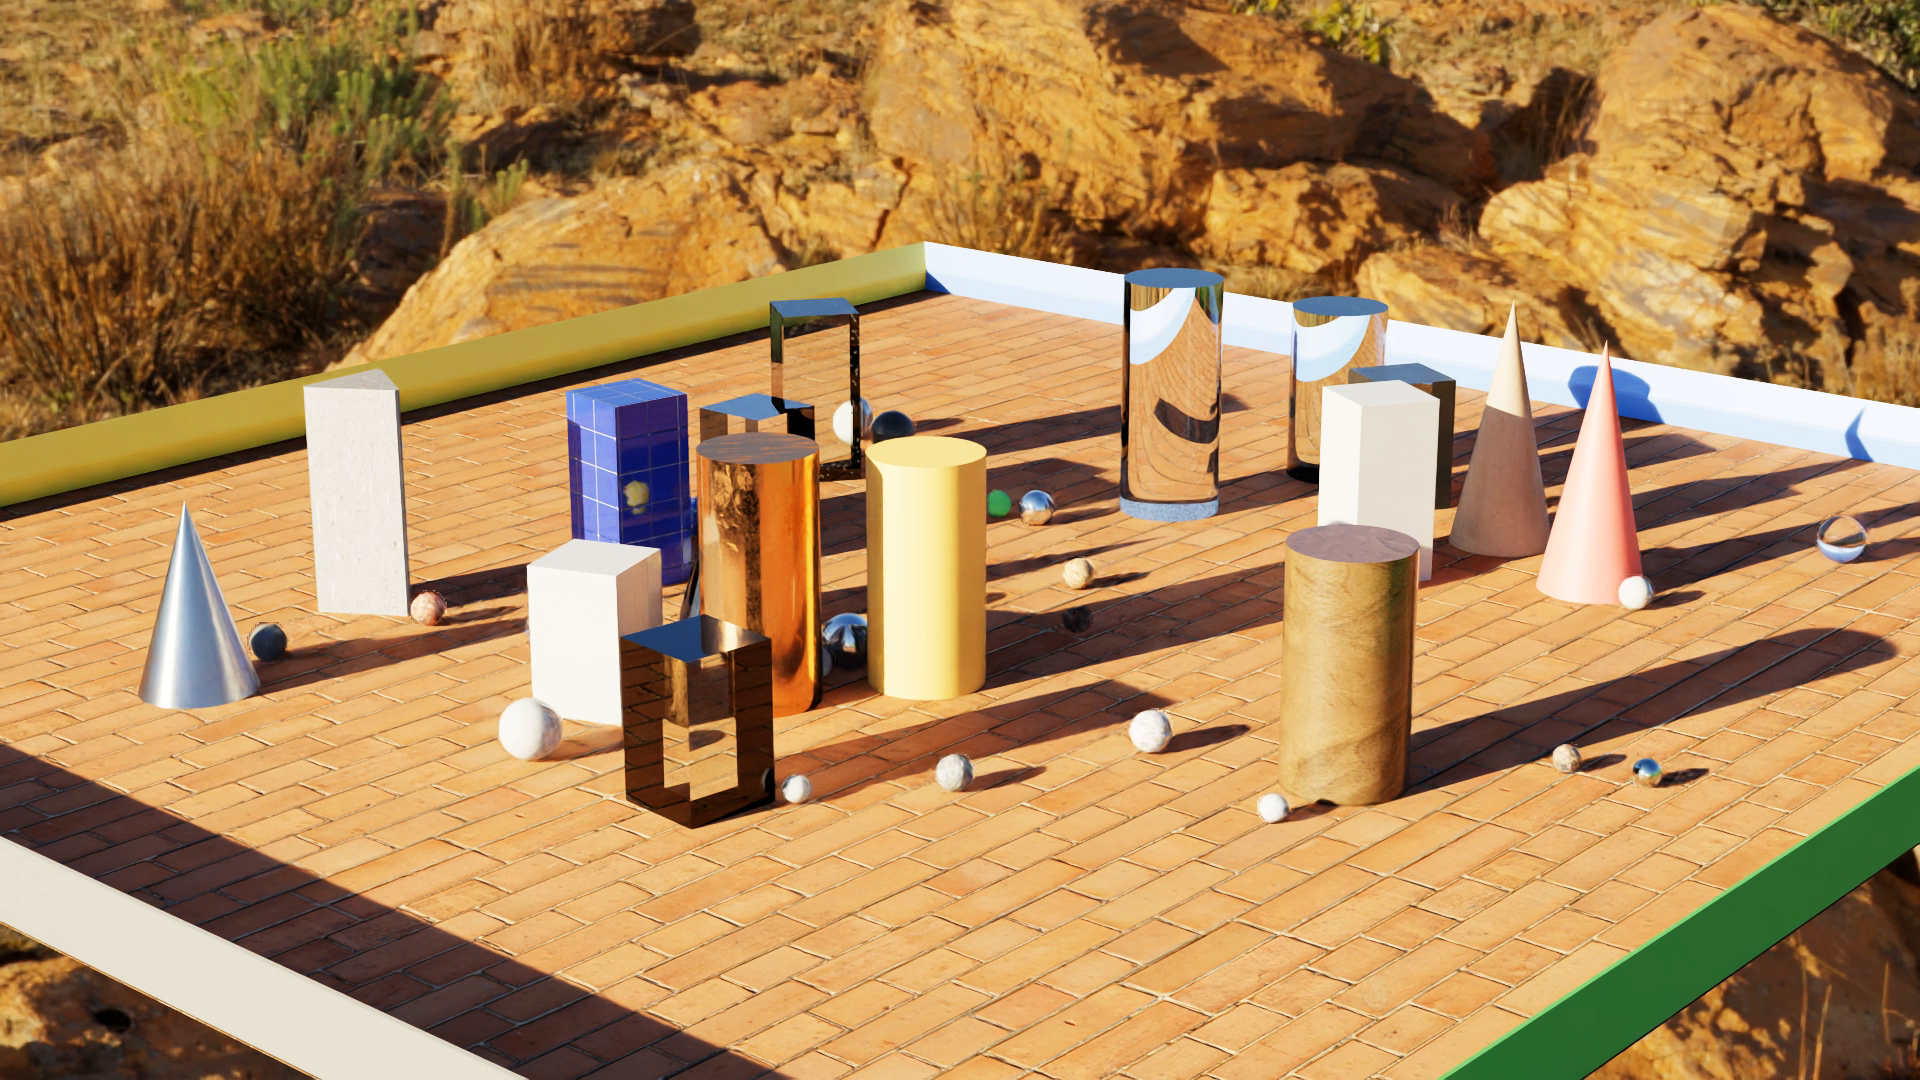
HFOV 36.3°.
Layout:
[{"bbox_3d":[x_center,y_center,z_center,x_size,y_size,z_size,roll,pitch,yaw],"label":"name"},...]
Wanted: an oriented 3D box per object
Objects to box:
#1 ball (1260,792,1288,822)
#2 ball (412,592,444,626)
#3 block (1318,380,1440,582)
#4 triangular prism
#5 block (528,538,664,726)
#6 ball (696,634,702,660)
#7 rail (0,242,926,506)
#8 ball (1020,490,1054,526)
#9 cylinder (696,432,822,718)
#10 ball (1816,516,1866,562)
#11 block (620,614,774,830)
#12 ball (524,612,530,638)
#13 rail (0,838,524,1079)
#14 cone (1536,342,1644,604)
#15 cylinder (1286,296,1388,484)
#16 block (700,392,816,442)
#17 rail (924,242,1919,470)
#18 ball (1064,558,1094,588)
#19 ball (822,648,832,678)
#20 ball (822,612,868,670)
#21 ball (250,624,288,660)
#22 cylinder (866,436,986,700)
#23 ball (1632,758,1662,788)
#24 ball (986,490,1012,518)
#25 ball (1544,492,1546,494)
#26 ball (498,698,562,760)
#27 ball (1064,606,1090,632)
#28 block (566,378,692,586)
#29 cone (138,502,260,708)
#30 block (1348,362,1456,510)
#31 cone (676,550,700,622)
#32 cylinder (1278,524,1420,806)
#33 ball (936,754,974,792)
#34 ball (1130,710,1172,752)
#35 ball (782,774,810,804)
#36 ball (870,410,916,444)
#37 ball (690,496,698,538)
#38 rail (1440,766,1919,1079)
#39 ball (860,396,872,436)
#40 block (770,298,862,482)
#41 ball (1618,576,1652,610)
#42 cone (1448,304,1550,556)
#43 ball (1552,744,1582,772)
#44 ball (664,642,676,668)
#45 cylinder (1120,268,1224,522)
[{"bbox_3d":[0.441,0.376,4.122,0.042,0.042,0.042,0,17,0],"label":"ball"},{"bbox_3d":[-0.899,0.117,4.955,0.056,0.056,0.056,0,17,0],"label":"ball"},{"bbox_3d":[0.740,-0.101,5.201,0.151,0.330,0.151,-6,18,-18],"label":"block"},{"bbox_3d":[-1.010,-0.085,5.033,0.164,0.396,0.142,3,17,8],"label":"triangular prism"},{"bbox_3d":[-0.564,0.141,4.555,0.151,0.240,0.151,6,18,20],"label":"block"},{"bbox_3d":[-0.391,0.171,4.745,0.074,0.074,0.074,0,17,0],"label":"ball"},{"bbox_3d":[-1.302,-0.296,6.202,0.045,0.123,3.746,14,22,39],"label":"rail"},{"bbox_3d":[0.144,-0.061,5.527,0.066,0.066,0.066,0,17,0],"label":"ball"},{"bbox_3d":[-0.311,0.053,4.557,0.189,0.408,0.189,0,17,0],"label":"cylinder"},{"bbox_3d":[1.593,-0.002,5.297,0.086,0.086,0.086,0,17,0],"label":"ball"},{"bbox_3d":[-0.372,0.256,4.165,0.151,0.247,0.151,-15,23,-41],"label":"block"},{"bbox_3d":[-0.691,0.142,4.861,0.063,0.063,0.063,0,17,0],"label":"ball"},{"bbox_3d":[-1.213,0.435,3.784,3.495,0.123,0.045,14,22,39],"label":"rail"},{"bbox_3d":[1.110,-0.130,5.096,0.189,0.446,0.189,0,17,0],"label":"cone"},{"bbox_3d":[0.750,-0.298,5.835,0.189,0.341,0.189,0,17,0],"label":"cylinder"},{"bbox_3d":[-0.378,-0.137,5.488,0.151,0.233,0.151,14,22,38],"label":"block"},{"bbox_3d":[1.213,-0.373,6.457,3.495,0.123,0.045,14,22,39],"label":"rail"},{"bbox_3d":[0.208,0.059,5.150,0.054,0.054,0.054,0,17,0],"label":"ball"},{"bbox_3d":[-0.231,0.196,4.696,0.054,0.054,0.054,0,17,0],"label":"ball"},{"bbox_3d":[-0.181,0.164,4.739,0.091,0.091,0.091,0,17,0],"label":"ball"},{"bbox_3d":[-1.128,0.167,4.784,0.060,0.060,0.060,0,17,0],"label":"ball"},{"bbox_3d":[-0.053,0.043,4.643,0.189,0.378,0.189,0,17,0],"label":"cylinder"},{"bbox_3d":[0.995,0.338,4.246,0.044,0.044,0.044,0,17,0],"label":"ball"},{"bbox_3d":[0.072,-0.068,5.575,0.052,0.052,0.052,0,17,0],"label":"ball"},{"bbox_3d":[1.097,-0.090,5.641,0.055,0.055,0.055,0,17,0],"label":"ball"},{"bbox_3d":[-0.637,0.281,4.348,0.094,0.094,0.094,0,17,0],"label":"ball"},{"bbox_3d":[0.196,0.133,4.921,0.045,0.045,0.045,0,17,0],"label":"ball"},{"bbox_3d":[-0.582,-0.095,5.167,0.151,0.340,0.151,-14,22,-38],"label":"block"},{"bbox_3d":[-1.208,0.087,4.613,0.189,0.310,0.189,0,17,0],"label":"cone"},{"bbox_3d":[0.846,-0.196,5.647,0.151,0.254,0.151,-6,18,-19],"label":"block"},{"bbox_3d":[-0.387,-0.006,4.912,0.189,0.317,0.189,0,17,0],"label":"cone"},{"bbox_3d":[0.558,0.179,4.217,0.189,0.364,0.189,0,17,0],"label":"cylinder"},{"bbox_3d":[-0.008,0.336,4.232,0.054,0.054,0.054,0,17,0],"label":"ball"},{"bbox_3d":[0.285,0.286,4.382,0.064,0.064,0.064,0,17,0],"label":"ball"},{"bbox_3d":[-0.234,0.356,4.190,0.042,0.042,0.042,0,17,0],"label":"ball"},{"bbox_3d":[-0.137,-0.218,5.999,0.094,0.094,0.094,0,17,0],"label":"ball"},{"bbox_3d":[-0.471,-0.043,5.438,0.083,0.083,0.083,0,17,0],"label":"ball"},{"bbox_3d":[1.302,0.358,4.039,0.045,0.123,3.746,14,22,39],"label":"rail"},{"bbox_3d":[-0.229,-0.259,6.133,0.094,0.094,0.094,0,17,0],"label":"ball"},{"bbox_3d":[-0.288,-0.298,5.842,0.151,0.338,0.151,-4,17,-13],"label":"block"},{"bbox_3d":[1.161,0.091,5.037,0.058,0.058,0.058,0,17,0],"label":"ball"},{"bbox_3d":[1.001,-0.215,5.362,0.189,0.457,0.189,0,17,0],"label":"cone"},{"bbox_3d":[0.890,0.321,4.304,0.042,0.042,0.042,0,17,0],"label":"ball"},{"bbox_3d":[-0.480,0.186,4.754,0.040,0.040,0.040,0,17,0],"label":"ball"},{"bbox_3d":[0.402,-0.277,5.577,0.189,0.450,0.189,0,17,0],"label":"cylinder"}]
